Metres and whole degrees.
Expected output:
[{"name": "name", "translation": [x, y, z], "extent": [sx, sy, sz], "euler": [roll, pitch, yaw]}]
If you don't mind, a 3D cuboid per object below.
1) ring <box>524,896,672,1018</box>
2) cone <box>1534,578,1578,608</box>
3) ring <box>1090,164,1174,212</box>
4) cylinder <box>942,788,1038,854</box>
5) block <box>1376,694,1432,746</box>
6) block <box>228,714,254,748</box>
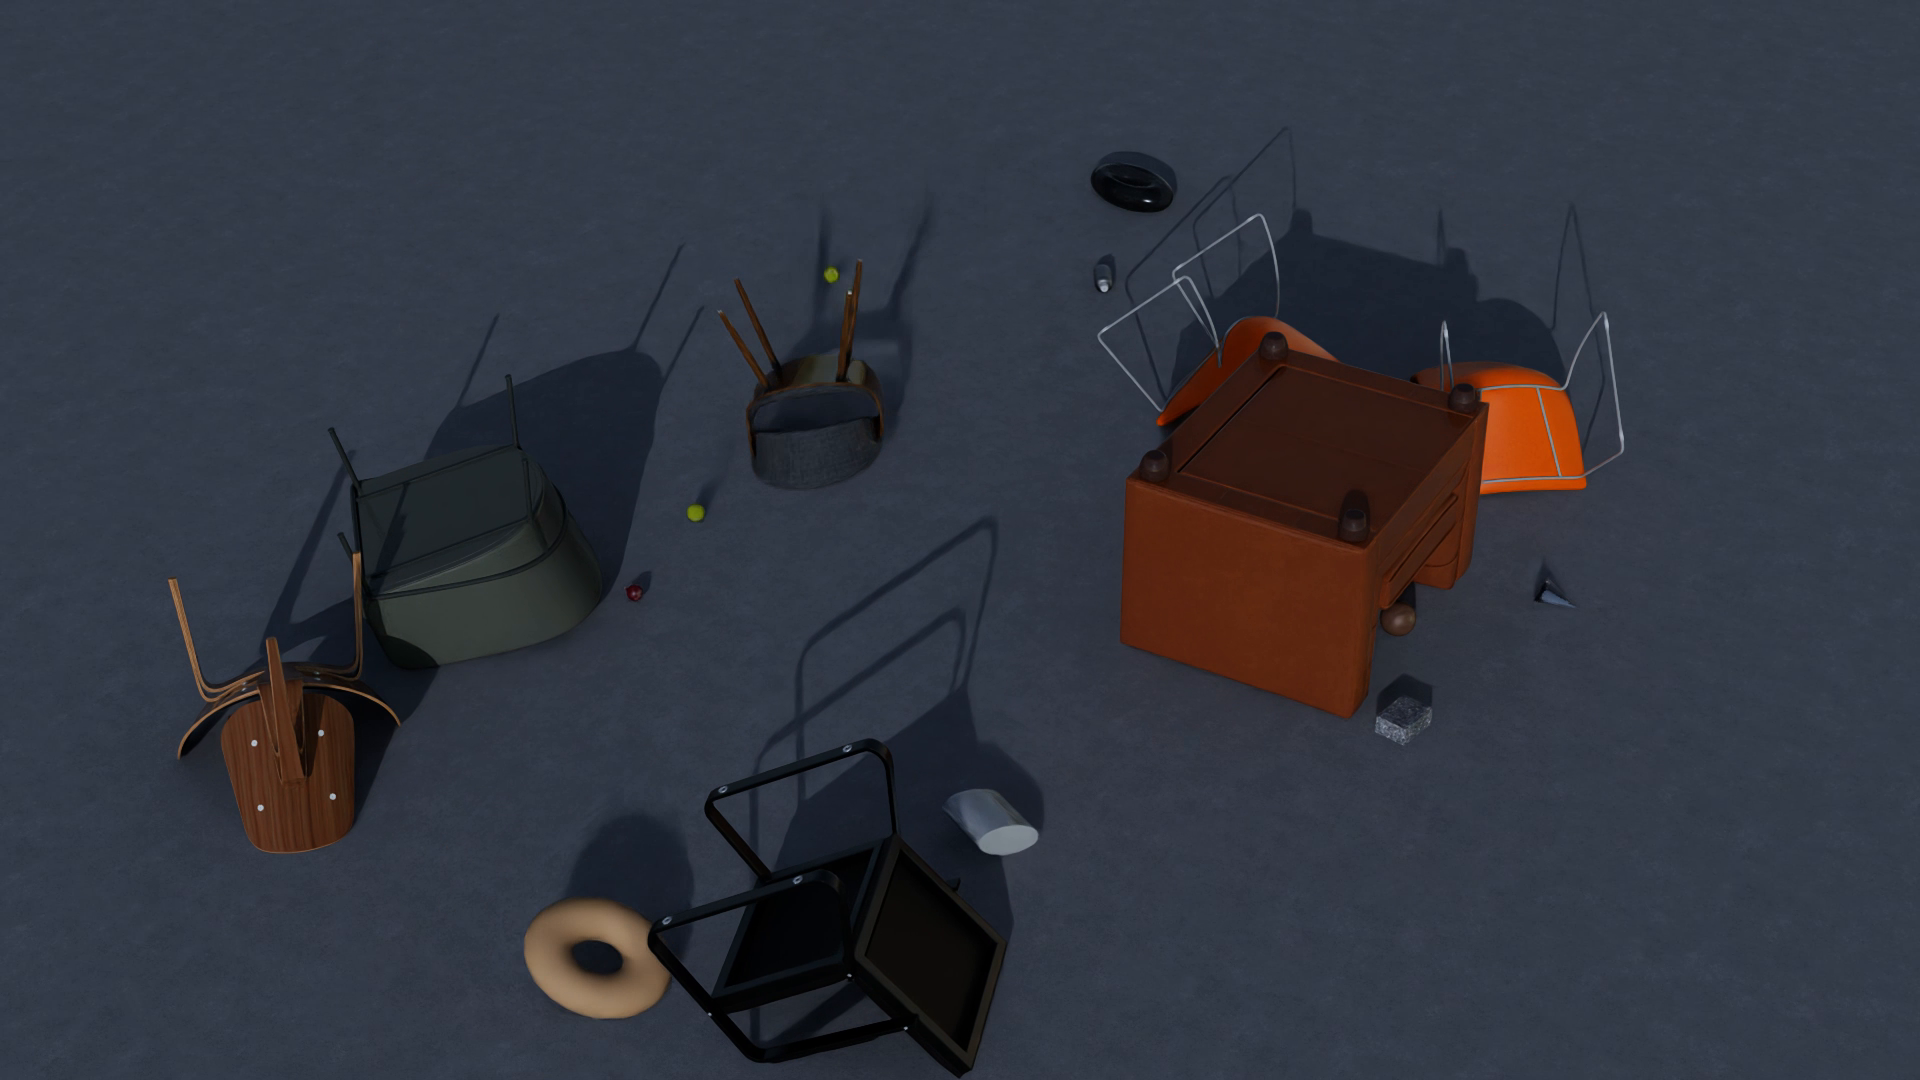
[{"name": "ring", "translation": [-1.091, 1.258, 8.846], "extent": [0.465, 0.119, 0.403], "euler": [27, 47, 8]}, {"name": "cone", "translation": [2.167, 0.213, 10.589], "extent": [0.147, 0.071, 0.156], "euler": [28, 33, 15]}, {"name": "ring", "translation": [0.777, -1.594, 13.260], "extent": [0.279, 0.116, 0.448], "euler": [-26, 40, -36]}, {"name": "cylinder", "translation": [0.099, 0.907, 9.449], "extent": [0.239, 0.112, 0.220], "euler": [0, 28, -36]}, {"name": "block", "translation": [1.507, 0.611, 9.954], "extent": [0.119, 0.069, 0.160], "euler": [26, 41, 34]}, {"name": "block", "translation": [-2.429, 0.644, 9.907], "extent": [0.075, 0.066, 0.095], "euler": [-7, 34, -10]}]
